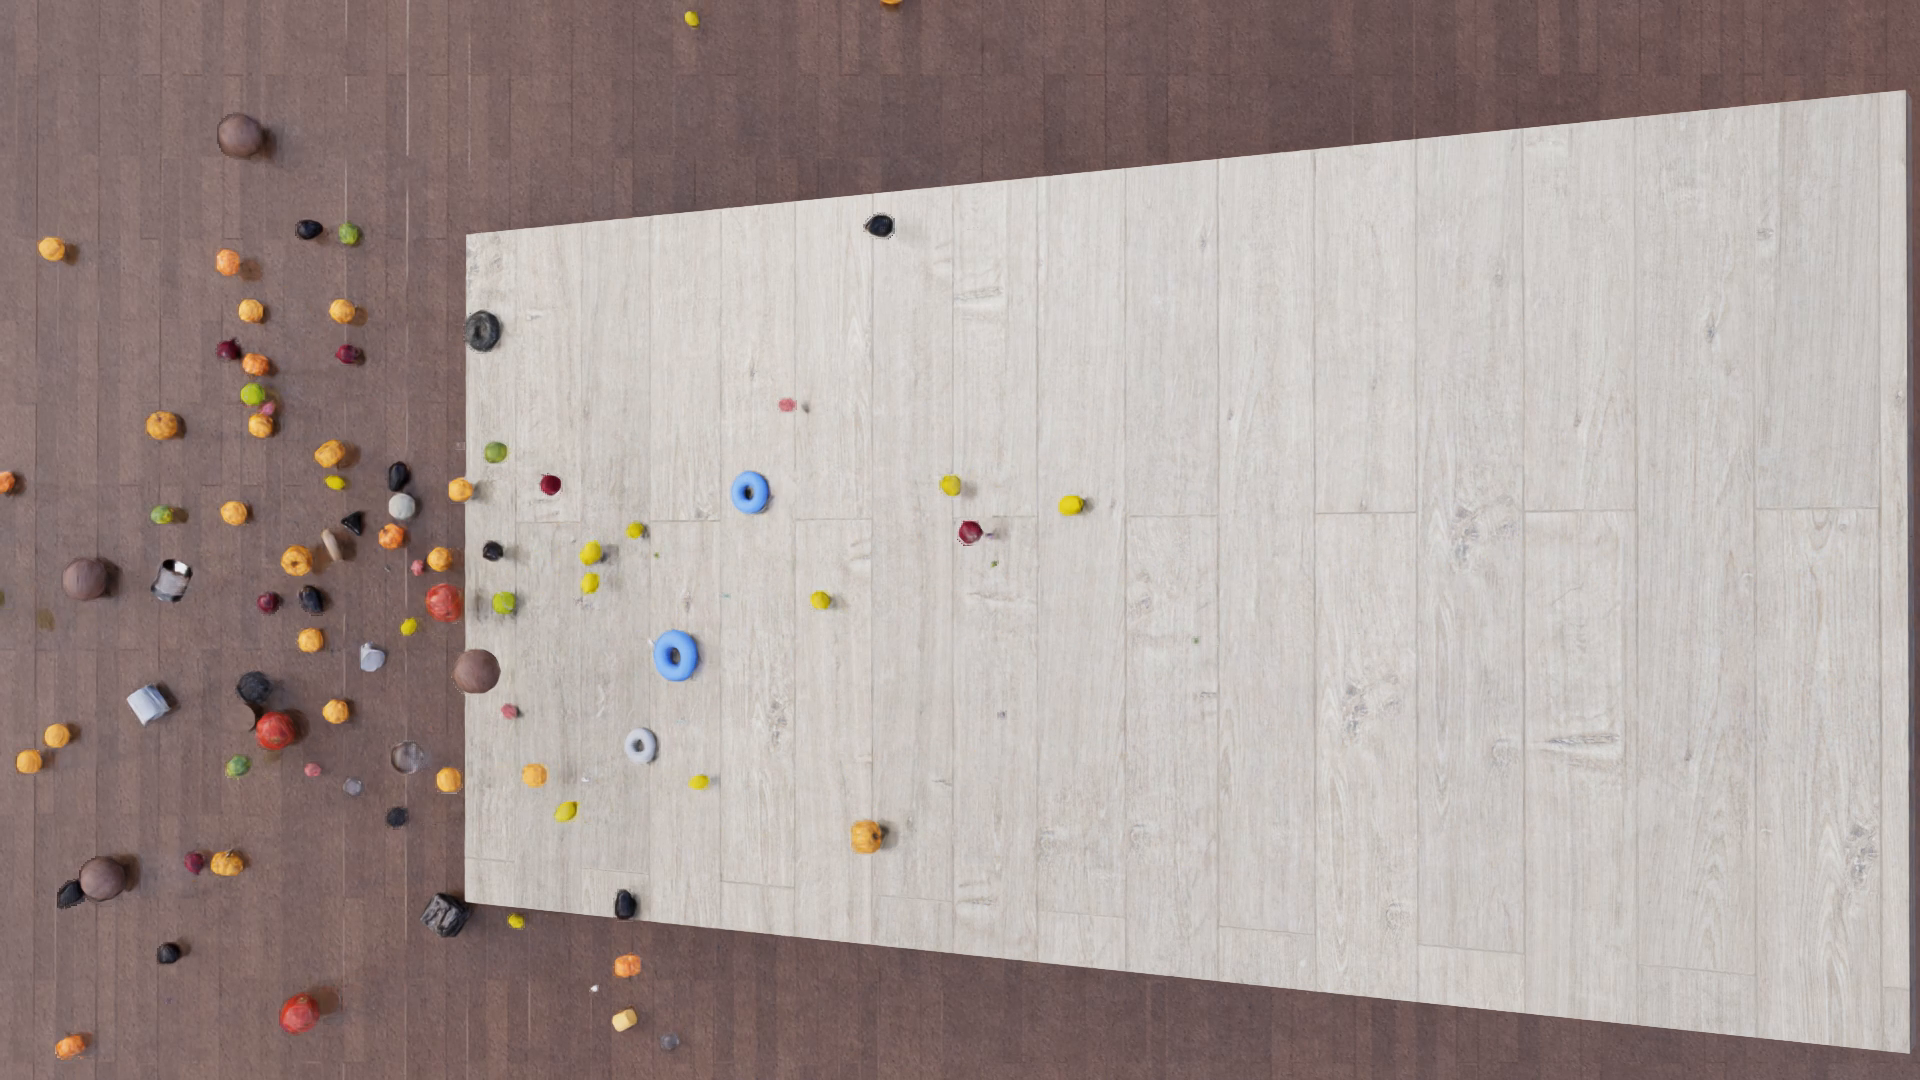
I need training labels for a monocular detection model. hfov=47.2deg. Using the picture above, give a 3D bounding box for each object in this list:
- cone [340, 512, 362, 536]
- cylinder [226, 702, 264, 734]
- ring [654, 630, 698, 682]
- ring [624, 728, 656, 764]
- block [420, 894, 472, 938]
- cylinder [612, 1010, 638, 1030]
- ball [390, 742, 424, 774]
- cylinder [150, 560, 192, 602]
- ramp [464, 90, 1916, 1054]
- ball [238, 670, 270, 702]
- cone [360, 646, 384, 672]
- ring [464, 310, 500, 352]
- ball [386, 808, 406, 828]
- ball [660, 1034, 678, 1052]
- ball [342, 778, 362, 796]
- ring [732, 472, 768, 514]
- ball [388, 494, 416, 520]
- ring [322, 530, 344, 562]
[{"bbox_3d":[-1.828,-0.041,6.652,0.071,0.071,0.071,-25,102,0],"label":"cone"},{"bbox_3d":[-2.155,0.535,6.629,0.088,0.088,0.088,0,89,0],"label":"cylinder"},{"bbox_3d":[-0.796,0.326,6.158,0.145,0.048,0.145,0,90,32],"label":"ring"},{"bbox_3d":[-0.905,0.584,6.228,0.103,0.034,0.103,-1,88,30],"label":"ring"},{"bbox_3d":[-1.546,1.129,6.608,0.092,0.092,0.092,31,90,22],"label":"block"},{"bbox_3d":[-1.011,1.447,6.630,0.052,0.052,0.052,-25,89,29],"label":"cylinder"},{"bbox_3d":[-1.663,0.656,6.622,0.100,0.100,0.100,0,89,0],"label":"ball"},{"bbox_3d":[-2.371,0.124,6.613,0.093,0.093,0.093,30,107,0],"label":"cylinder"},{"bbox_3d":[0.268,0.074,5.621,4.000,0.100,2.000,0,89,30],"label":"ramp"},{"bbox_3d":[-2.127,0.443,6.625,0.096,0.096,0.096,0,89,0],"label":"ball"},{"bbox_3d":[-1.793,0.344,6.652,0.078,0.078,0.078,-47,53,0],"label":"cone"},{"bbox_3d":[-1.422,-0.622,6.539,0.123,0.041,0.123,0,91,30],"label":"ring"},{"bbox_3d":[-1.701,0.838,6.640,0.060,0.060,0.060,0,89,0],"label":"ball"},{"bbox_3d":[-0.877,1.516,6.637,0.053,0.053,0.053,0,89,0],"label":"ball"},{"bbox_3d":[-1.835,0.747,6.643,0.056,0.056,0.056,0,89,0],"label":"ball"},{"bbox_3d":[-0.577,-0.129,6.040,0.116,0.039,0.116,-1,89,29],"label":"ring"},{"bbox_3d":[-1.685,-0.101,6.639,0.081,0.081,0.081,0,89,0],"label":"ball"},{"bbox_3d":[-1.888,0.018,6.617,0.035,0.106,0.106,-26,89,-15],"label":"ring"}]
